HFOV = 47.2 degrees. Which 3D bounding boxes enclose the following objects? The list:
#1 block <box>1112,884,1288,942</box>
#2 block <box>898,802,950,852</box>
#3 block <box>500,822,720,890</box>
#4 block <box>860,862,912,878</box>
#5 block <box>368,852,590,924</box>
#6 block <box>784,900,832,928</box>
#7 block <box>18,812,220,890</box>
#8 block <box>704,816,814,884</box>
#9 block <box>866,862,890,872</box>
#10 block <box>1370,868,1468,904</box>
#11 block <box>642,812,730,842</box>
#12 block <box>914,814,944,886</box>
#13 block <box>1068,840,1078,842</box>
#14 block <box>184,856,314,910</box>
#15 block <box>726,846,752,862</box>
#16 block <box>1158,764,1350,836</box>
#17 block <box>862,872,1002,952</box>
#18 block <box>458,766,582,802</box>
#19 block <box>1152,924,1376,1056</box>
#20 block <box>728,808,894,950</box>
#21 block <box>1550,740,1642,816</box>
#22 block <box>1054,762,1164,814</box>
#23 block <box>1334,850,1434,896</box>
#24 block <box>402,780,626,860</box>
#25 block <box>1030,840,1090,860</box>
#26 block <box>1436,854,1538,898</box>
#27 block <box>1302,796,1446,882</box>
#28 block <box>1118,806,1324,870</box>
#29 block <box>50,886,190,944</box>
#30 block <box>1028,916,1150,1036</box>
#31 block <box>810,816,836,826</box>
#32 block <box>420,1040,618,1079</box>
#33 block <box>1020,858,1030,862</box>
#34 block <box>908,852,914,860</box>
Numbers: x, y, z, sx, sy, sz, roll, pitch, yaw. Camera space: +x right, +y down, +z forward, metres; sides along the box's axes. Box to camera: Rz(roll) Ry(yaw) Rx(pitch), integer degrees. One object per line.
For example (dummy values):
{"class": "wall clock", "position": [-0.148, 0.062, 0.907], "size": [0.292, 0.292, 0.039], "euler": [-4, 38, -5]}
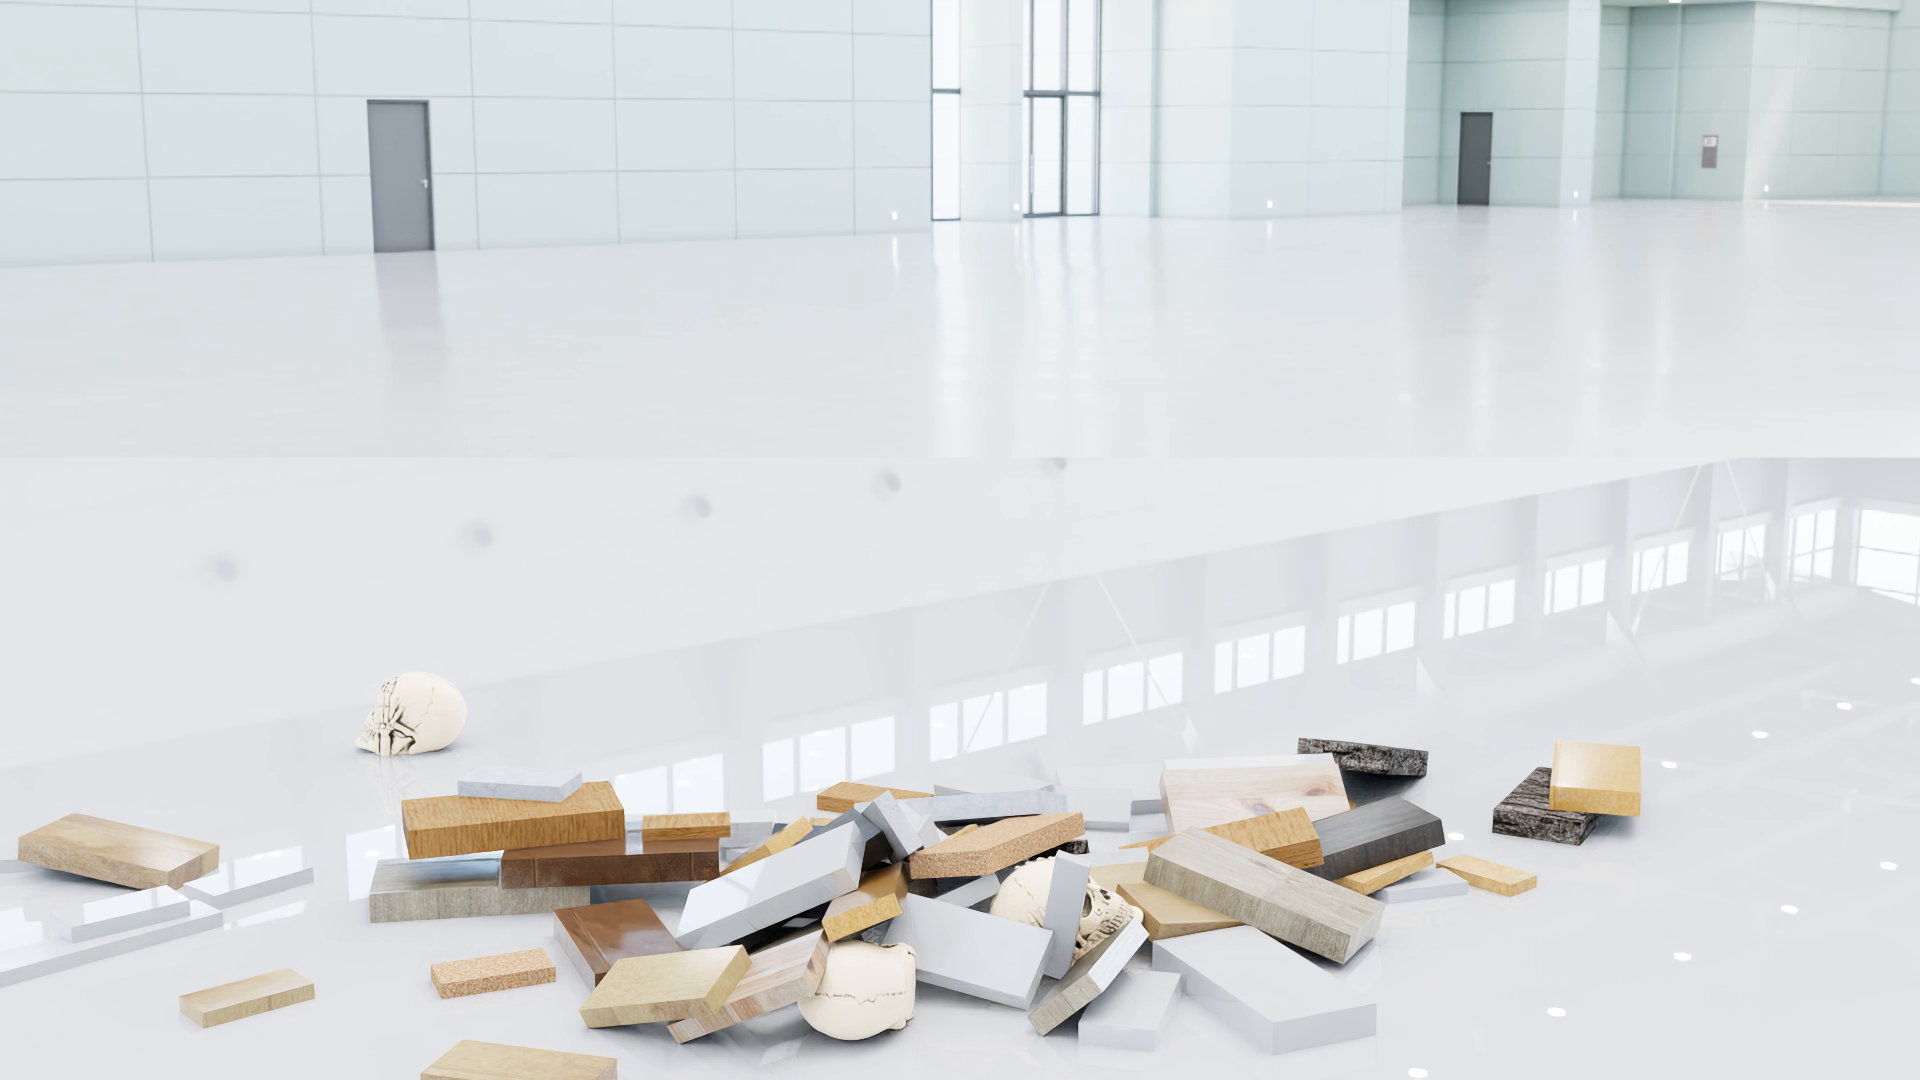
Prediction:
{"class": "block", "position": [0.385, 0.583, 3.441], "size": [0.263, 0.037, 0.131], "euler": [4, 17, -29]}
{"class": "block", "position": [-0.070, 0.478, 3.584], "size": [0.140, 0.020, 0.070], "euler": [32, 24, 32]}
{"class": "block", "position": [-0.573, 0.518, 3.642], "size": [0.348, 0.049, 0.174], "euler": [-2, 11, -6]}
{"class": "block", "position": [-0.106, 0.557, 3.556], "size": [0.147, 0.021, 0.073], "euler": [-12, 29, -2]}
{"class": "block", "position": [-0.790, 0.570, 3.641], "size": [0.348, 0.049, 0.174], "euler": [-2, 11, -10]}
{"class": "block", "position": [-0.274, 0.589, 3.542], "size": [0.145, 0.021, 0.072], "euler": [2, 35, 10]}
{"class": "block", "position": [-1.438, 0.535, 3.761], "size": [0.292, 0.041, 0.146], "euler": [10, 13, 14]}
{"class": "block", "position": [-0.333, 0.521, 3.620], "size": [0.197, 0.028, 0.099], "euler": [-36, -1, 43]}
{"class": "block", "position": [-0.103, 0.571, 3.605], "size": [0.147, 0.021, 0.073], "euler": [6, 43, 41]}
{"class": "block", "position": [0.763, 0.578, 3.676], "size": [0.151, 0.021, 0.076], "euler": [-4, 11, -19]}
{"class": "block", "position": [-0.456, 0.477, 3.664], "size": [0.145, 0.021, 0.072], "euler": [-2, 11, -6]}
{"class": "block", "position": [-0.046, 0.488, 3.455], "size": [0.015, 0.103, 0.051], "euler": [-8, 25, 27]}
{"class": "block", "position": [0.121, 0.538, 3.730], "size": [0.189, 0.027, 0.094], "euler": [0, -29, -1]}
{"class": "block", "position": [-1.190, 0.574, 3.683], "size": [0.093, 0.026, 0.186], "euler": [9, 14, 39]}
{"class": "block", "position": [-0.285, 0.542, 3.692], "size": [0.072, 0.021, 0.375], "euler": [-6, 2, -29]}
{"class": "block", "position": [0.527, 0.480, 3.903], "size": [0.322, 0.046, 0.161], "euler": [-1, 46, -7]}
{"class": "block", "position": [-0.046, 0.569, 3.384], "size": [0.222, 0.031, 0.111], "euler": [-24, -5, -6]}
{"class": "block", "position": [-0.747, 0.413, 3.736], "size": [0.186, 0.026, 0.093], "euler": [2, 11, 13]}
{"class": "block", "position": [0.438, 0.651, 3.208], "size": [0.170, 0.048, 0.340], "euler": [-5, 11, -24]}
{"class": "block", "position": [-0.258, 0.537, 3.475], "size": [0.291, 0.041, 0.145], "euler": [-32, 18, -14]}
{"class": "block", "position": [1.186, 0.442, 4.101], "size": [0.157, 0.044, 0.314], "euler": [3, 11, 16]}
{"class": "block", "position": [0.299, 0.469, 4.133], "size": [0.222, 0.031, 0.111], "euler": [-2, 31, -10]}
{"class": "block", "position": [0.709, 0.549, 3.676], "size": [0.151, 0.021, 0.076], "euler": [-18, 13, -27]}
{"class": "block", "position": [-0.746, 0.465, 3.667], "size": [0.348, 0.049, 0.174], "euler": [-4, 11, -17]}
{"class": "block", "position": [0.118, 0.549, 3.631], "size": [0.189, 0.027, 0.094], "euler": [-8, 35, 10]}
{"class": "block", "position": [0.892, 0.568, 3.729], "size": [0.076, 0.021, 0.151], "euler": [-9, 14, -41]}
{"class": "block", "position": [0.638, 0.519, 3.729], "size": [0.322, 0.046, 0.161], "euler": [-15, 12, -13]}
{"class": "block", "position": [0.434, 0.527, 3.678], "size": [0.322, 0.046, 0.161], "euler": [-13, 12, 2]}
{"class": "block", "position": [-1.324, 0.589, 3.468], "size": [0.186, 0.026, 0.093], "euler": [-9, 14, -41]}
{"class": "block", "position": [0.188, 0.628, 3.177], "size": [0.118, 0.034, 0.237], "euler": [-41, -6, 22]}
{"class": "block", "position": [-0.146, 0.512, 3.763], "size": [0.223, 0.032, 0.112], "euler": [-3, -25, 44]}
{"class": "block", "position": [-0.584, 0.713, 2.918], "size": [0.229, 0.032, 0.114], "euler": [3, 11, 16]}
{"class": "block", "position": [0.015, 0.550, 3.620], "size": [0.189, 0.027, 0.094], "euler": [-7, 35, 15]}
{"class": "block", "position": [-0.031, 0.515, 3.574], "size": [0.107, 0.015, 0.054], "euler": [17, 20, -6]}
